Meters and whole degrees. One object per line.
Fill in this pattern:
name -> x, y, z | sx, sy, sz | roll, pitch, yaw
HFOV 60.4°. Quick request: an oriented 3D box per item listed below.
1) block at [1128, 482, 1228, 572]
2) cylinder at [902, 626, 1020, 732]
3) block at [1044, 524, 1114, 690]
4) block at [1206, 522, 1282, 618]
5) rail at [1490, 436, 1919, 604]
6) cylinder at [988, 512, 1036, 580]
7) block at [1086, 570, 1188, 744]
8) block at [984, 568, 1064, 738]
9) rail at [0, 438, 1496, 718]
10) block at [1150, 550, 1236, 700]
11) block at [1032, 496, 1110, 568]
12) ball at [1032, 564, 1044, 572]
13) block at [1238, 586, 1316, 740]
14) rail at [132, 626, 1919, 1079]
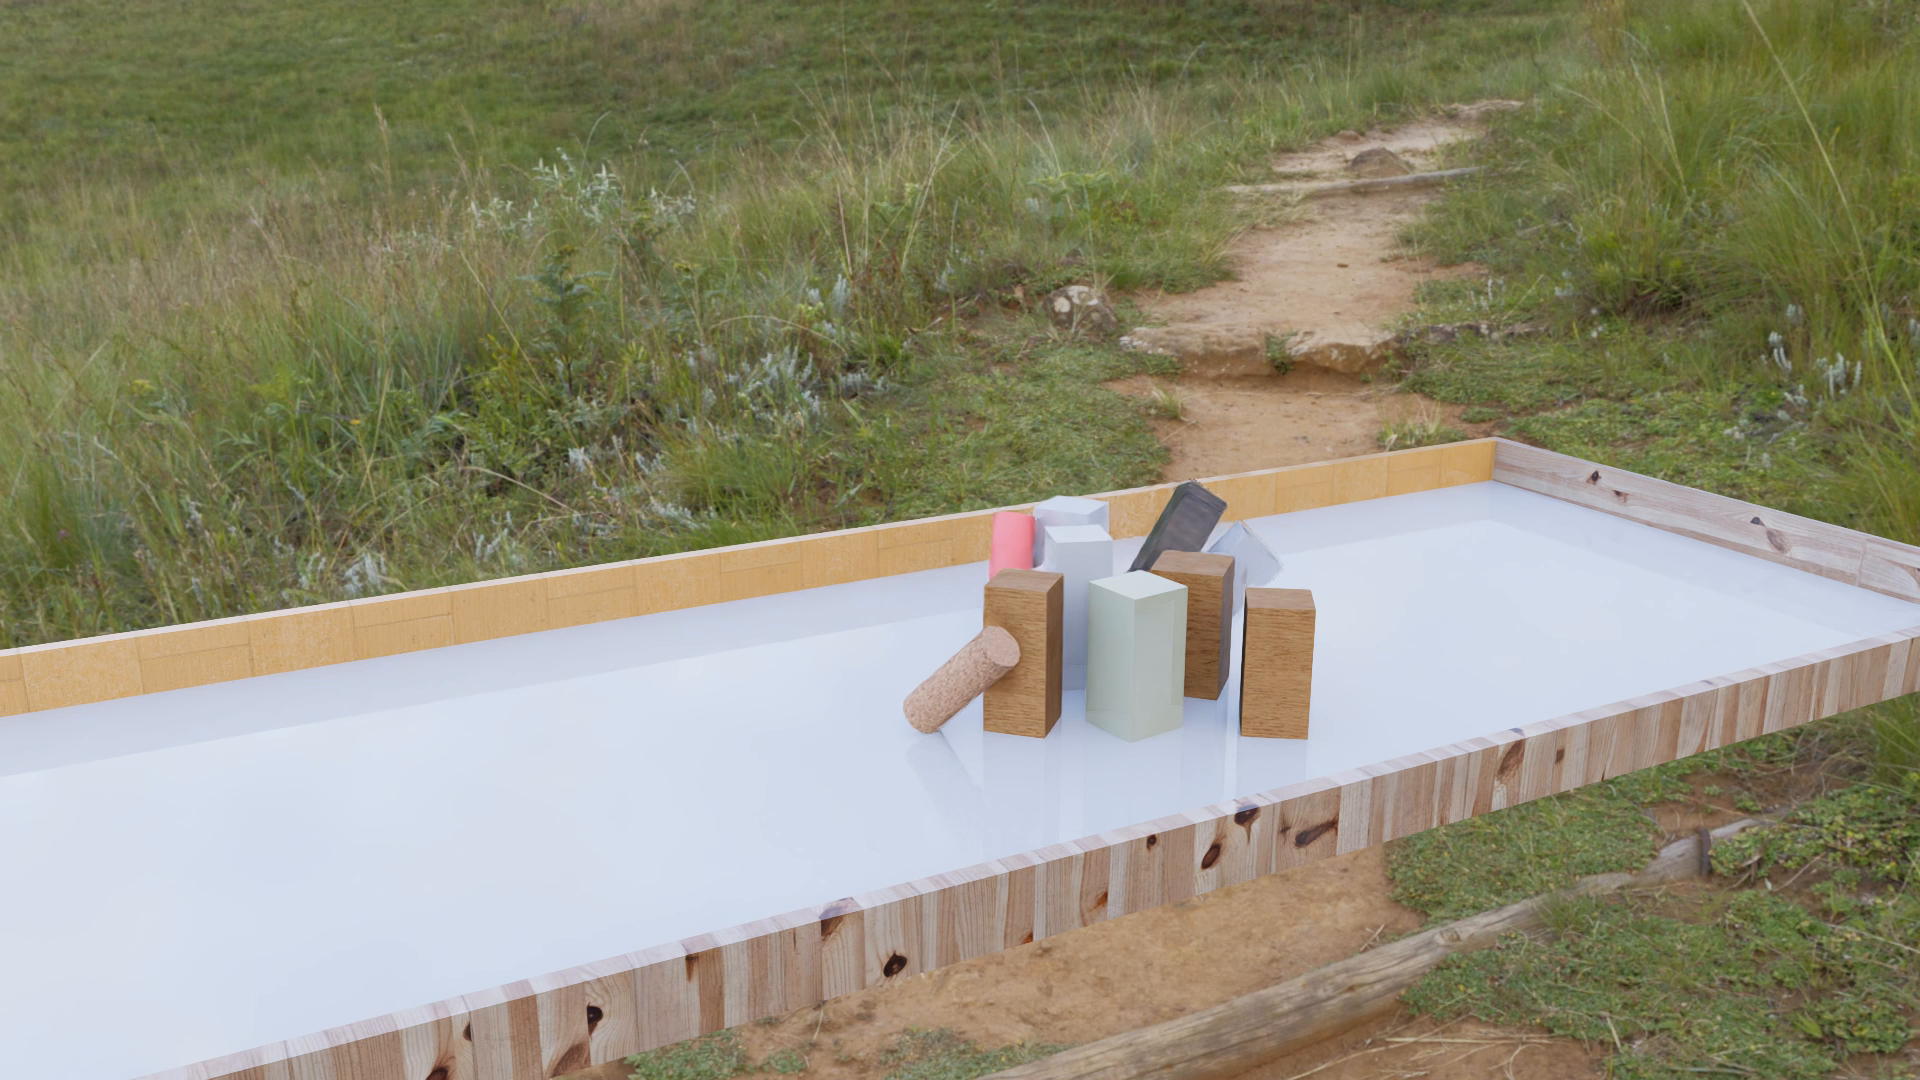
block -> 0.550, 0.053, 4.427 | 0.117, 0.415, 0.117 | 32, -9, -7
cylinder -> 0.001, 0.319, 3.744 | 0.105, 0.105, 0.321 | -18, -19, -47
block -> 0.291, 0.168, 4.105 | 0.141, 0.383, 0.141 | -3, 17, -8
block -> 0.690, 0.119, 4.388 | 0.134, 0.306, 0.134 | 41, 12, -11
rail -> 2.466, -0.048, 5.253 | 0.050, 0.150, 2.100 | -9, 18, -27
cylinder -> 0.136, 0.091, 4.461 | 0.115, 0.313, 0.115 | 5, -12, 1
block -> 0.409, 0.267, 3.832 | 0.161, 0.346, 0.161 | -11, 20, -34
block -> 0.148, 0.261, 3.838 | 0.148, 0.354, 0.148 | 5, 17, 18
rail -> -3.305, 0.497, 3.399 | 12.000, 0.150, 0.050 | -9, 18, -27
block -> 0.571, 0.208, 4.085 | 0.178, 0.317, 0.178 | 5, 17, 18
block -> 0.307, 0.058, 4.585 | 0.158, 0.320, 0.158 | 8, 17, 26
ball -> 0.247, 0.159, 4.327 | 0.200, 0.200, 0.200 | 0, 16, 0
block -> 0.734, 0.285, 3.828 | 0.151, 0.315, 0.151 | 2, 17, 7
rail -> -2.336, 1.006, 1.665 | 12.000, 0.150, 0.050 | -9, 18, -27
